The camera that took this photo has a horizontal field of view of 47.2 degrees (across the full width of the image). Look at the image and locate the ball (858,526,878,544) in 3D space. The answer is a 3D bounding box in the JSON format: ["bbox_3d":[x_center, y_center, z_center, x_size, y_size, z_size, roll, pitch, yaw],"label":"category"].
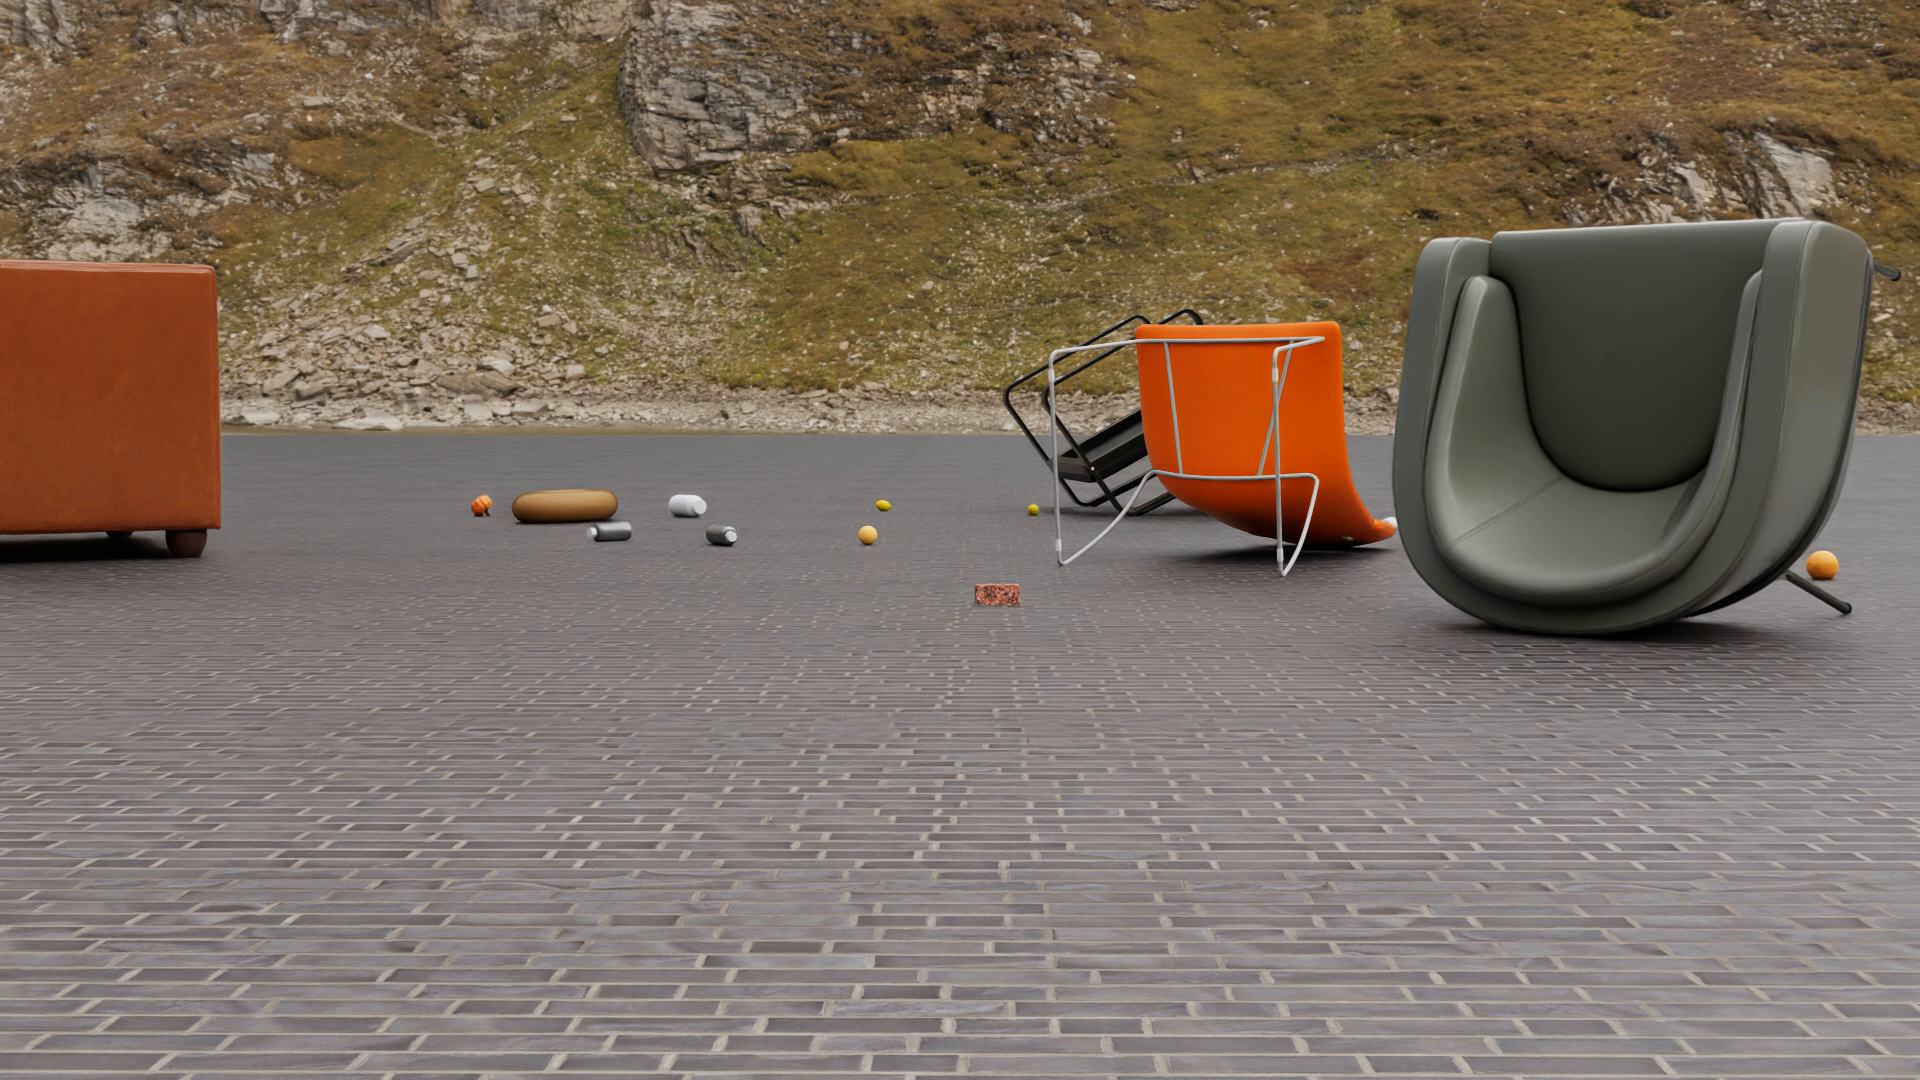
[{"bbox_3d":[-0.266,-0.014,6.347,0.055,0.055,0.055,0,4,0],"label":"ball"}]

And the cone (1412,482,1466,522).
[{"bbox_3d":[1.585,-0.097,7.467,0.171,0.133,0.215,-31,2,-33],"label":"cone"}]

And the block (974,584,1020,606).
[{"bbox_3d":[0.078,0.114,4.594,0.091,0.041,0.034,0,4,-4],"label":"block"}]

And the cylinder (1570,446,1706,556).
[{"bbox_3d":[1.817,-0.104,5.907,0.278,0.296,0.297,0,28,1],"label":"cylinder"}]

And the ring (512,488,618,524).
[{"bbox_3d":[-1.344,-0.116,7.491,0.266,0.104,0.413,2,5,39],"label":"ring"}]

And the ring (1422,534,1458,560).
[{"bbox_3d":[1.278,0.018,5.864,0.095,0.057,0.213,-1,3,13],"label":"ring"}]
